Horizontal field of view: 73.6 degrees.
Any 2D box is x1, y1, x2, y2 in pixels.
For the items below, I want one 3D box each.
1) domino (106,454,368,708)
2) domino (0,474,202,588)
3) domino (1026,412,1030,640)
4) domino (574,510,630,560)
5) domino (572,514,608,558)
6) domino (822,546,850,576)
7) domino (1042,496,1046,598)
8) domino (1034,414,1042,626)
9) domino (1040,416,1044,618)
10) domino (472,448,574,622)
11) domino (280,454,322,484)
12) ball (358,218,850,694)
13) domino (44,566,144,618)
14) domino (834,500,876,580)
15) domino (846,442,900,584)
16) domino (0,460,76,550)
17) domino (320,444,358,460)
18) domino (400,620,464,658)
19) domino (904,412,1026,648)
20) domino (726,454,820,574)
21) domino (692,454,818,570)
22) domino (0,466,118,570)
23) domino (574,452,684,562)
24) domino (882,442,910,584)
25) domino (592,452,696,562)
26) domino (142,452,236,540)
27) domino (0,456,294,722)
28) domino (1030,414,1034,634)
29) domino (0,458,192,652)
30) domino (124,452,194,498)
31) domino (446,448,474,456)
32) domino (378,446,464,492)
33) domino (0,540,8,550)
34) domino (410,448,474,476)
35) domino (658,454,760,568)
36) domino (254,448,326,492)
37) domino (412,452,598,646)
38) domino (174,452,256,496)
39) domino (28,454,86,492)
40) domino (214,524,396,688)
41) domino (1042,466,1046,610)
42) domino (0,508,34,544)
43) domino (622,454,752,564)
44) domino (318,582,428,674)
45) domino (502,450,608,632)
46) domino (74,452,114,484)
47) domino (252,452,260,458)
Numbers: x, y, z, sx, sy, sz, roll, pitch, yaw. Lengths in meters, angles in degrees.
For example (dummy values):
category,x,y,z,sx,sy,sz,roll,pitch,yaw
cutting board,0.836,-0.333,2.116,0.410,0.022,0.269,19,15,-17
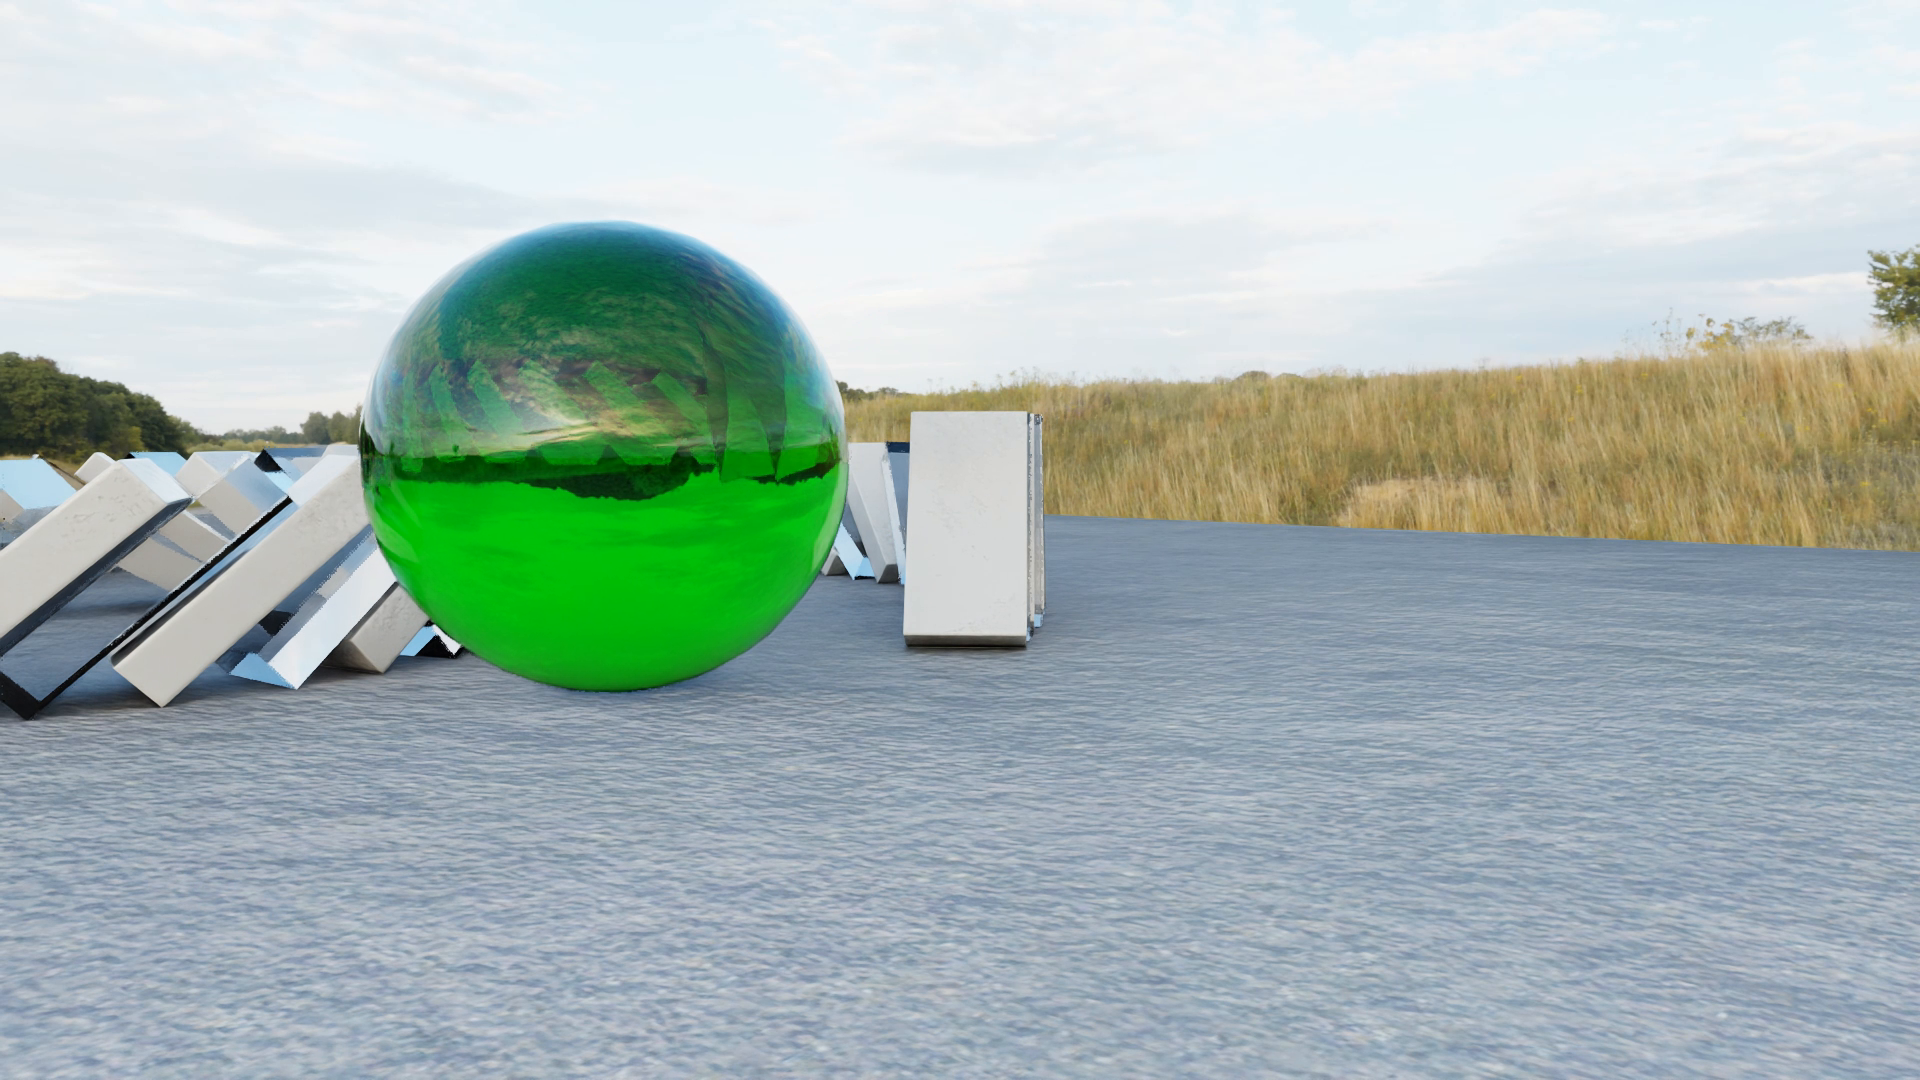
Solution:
category,x,y,z,sx,sy,sz,roll,pitch,yaw
domino,-0.124,0.005,0.225,0.025,0.009,0.050,6,49,52
domino,-0.223,0.000,0.338,0.050,0.010,0.025,37,-19,-34
domino,0.003,-0.003,0.283,0.025,0.050,0.010,0,-20,3
domino,-0.143,-0.013,0.483,0.050,0.010,0.025,41,13,9
domino,-0.160,-0.013,0.485,0.050,0.010,0.025,40,10,5
domino,-0.045,-0.009,0.431,0.025,0.010,0.050,-4,44,-41
domino,0.009,-0.007,0.335,0.025,0.050,0.010,0,-20,1
domino,0.006,-0.005,0.303,0.025,0.050,0.010,0,-20,3
domino,0.008,-0.006,0.314,0.025,0.050,0.009,0,-20,1
domino,-0.110,-0.002,0.321,0.025,0.010,0.050,-1,48,-12
domino,-0.224,-0.013,0.477,0.050,0.010,0.025,39,-3,-10
ball,-0.059,-0.014,0.220,0.080,0.080,0.080,0,4,0
domino,-0.236,0.014,0.321,0.050,0.010,0.025,-4,6,-42
domino,-0.033,-0.008,0.420,0.025,0.010,0.050,-3,44,-37
domino,-0.021,-0.009,0.407,0.025,0.050,0.009,-2,-39,-28
domino,-0.164,0.008,0.197,0.050,0.010,0.025,-43,14,-9
domino,-0.158,-0.006,0.363,0.010,0.050,0.025,-48,-19,24
domino,-0.106,0.002,0.272,0.025,0.010,0.050,2,46,21
domino,0.002,-0.003,0.272,0.025,0.050,0.010,0,-20,3
domino,-0.057,-0.010,0.442,0.025,0.010,0.050,-4,45,-45
domino,-0.070,-0.011,0.451,0.025,0.010,0.050,-5,46,-50
domino,-0.305,-0.009,0.425,0.025,0.010,0.050,4,-33,45
domino,-0.128,-0.013,0.480,0.050,0.010,0.025,43,18,14
domino,-0.008,-0.009,0.397,0.025,0.050,0.010,1,-41,-15
domino,-0.112,-0.013,0.475,0.050,0.010,0.025,44,23,20
domino,-0.269,-0.012,0.459,0.050,0.010,0.025,41,-12,-19
domino,-0.136,0.006,0.214,0.050,0.009,0.025,-46,24,-19
domino,0.004,-0.004,0.293,0.025,0.050,0.010,0,-20,3
domino,-0.149,0.007,0.205,0.050,0.009,0.025,-44,19,-14
domino,-0.209,-0.005,0.361,0.050,0.010,0.025,41,-1,-8
domino,-0.119,-0.003,0.334,0.025,0.009,0.050,-2,48,-23
domino,-0.142,-0.005,0.357,0.025,0.010,0.050,-3,49,-43
domino,-0.323,-0.007,0.399,0.025,0.010,0.050,3,-34,35
domino,-0.130,-0.004,0.346,0.025,0.010,0.050,-3,49,-34
domino,-0.084,-0.011,0.460,0.050,0.009,0.025,47,28,24
domino,-0.175,-0.005,0.365,0.050,0.010,0.025,45,14,9
domino,-0.103,0.001,0.288,0.025,0.010,0.050,1,46,13
domino,-0.193,-0.005,0.363,0.050,0.010,0.025,42,5,-1
domino,-0.294,-0.010,0.438,0.025,0.010,0.050,5,-32,50
domino,-0.116,0.004,0.241,0.025,0.010,0.050,3,48,36
domino,0.009,-0.007,0.325,0.025,0.050,0.010,0,-20,1
domino,-0.314,-0.008,0.413,0.025,0.010,0.050,4,-33,42
domino,-0.098,-0.012,0.468,0.050,0.010,0.025,45,25,21
domino,-0.110,0.003,0.256,0.025,0.010,0.050,2,46,29
domino,-0.103,-0.001,0.304,0.025,0.009,0.050,1,46,5
domino,-0.282,-0.011,0.450,0.050,0.010,0.025,42,-16,-24
domino,-0.240,-0.013,0.472,0.050,0.010,0.025,40,-6,-13
